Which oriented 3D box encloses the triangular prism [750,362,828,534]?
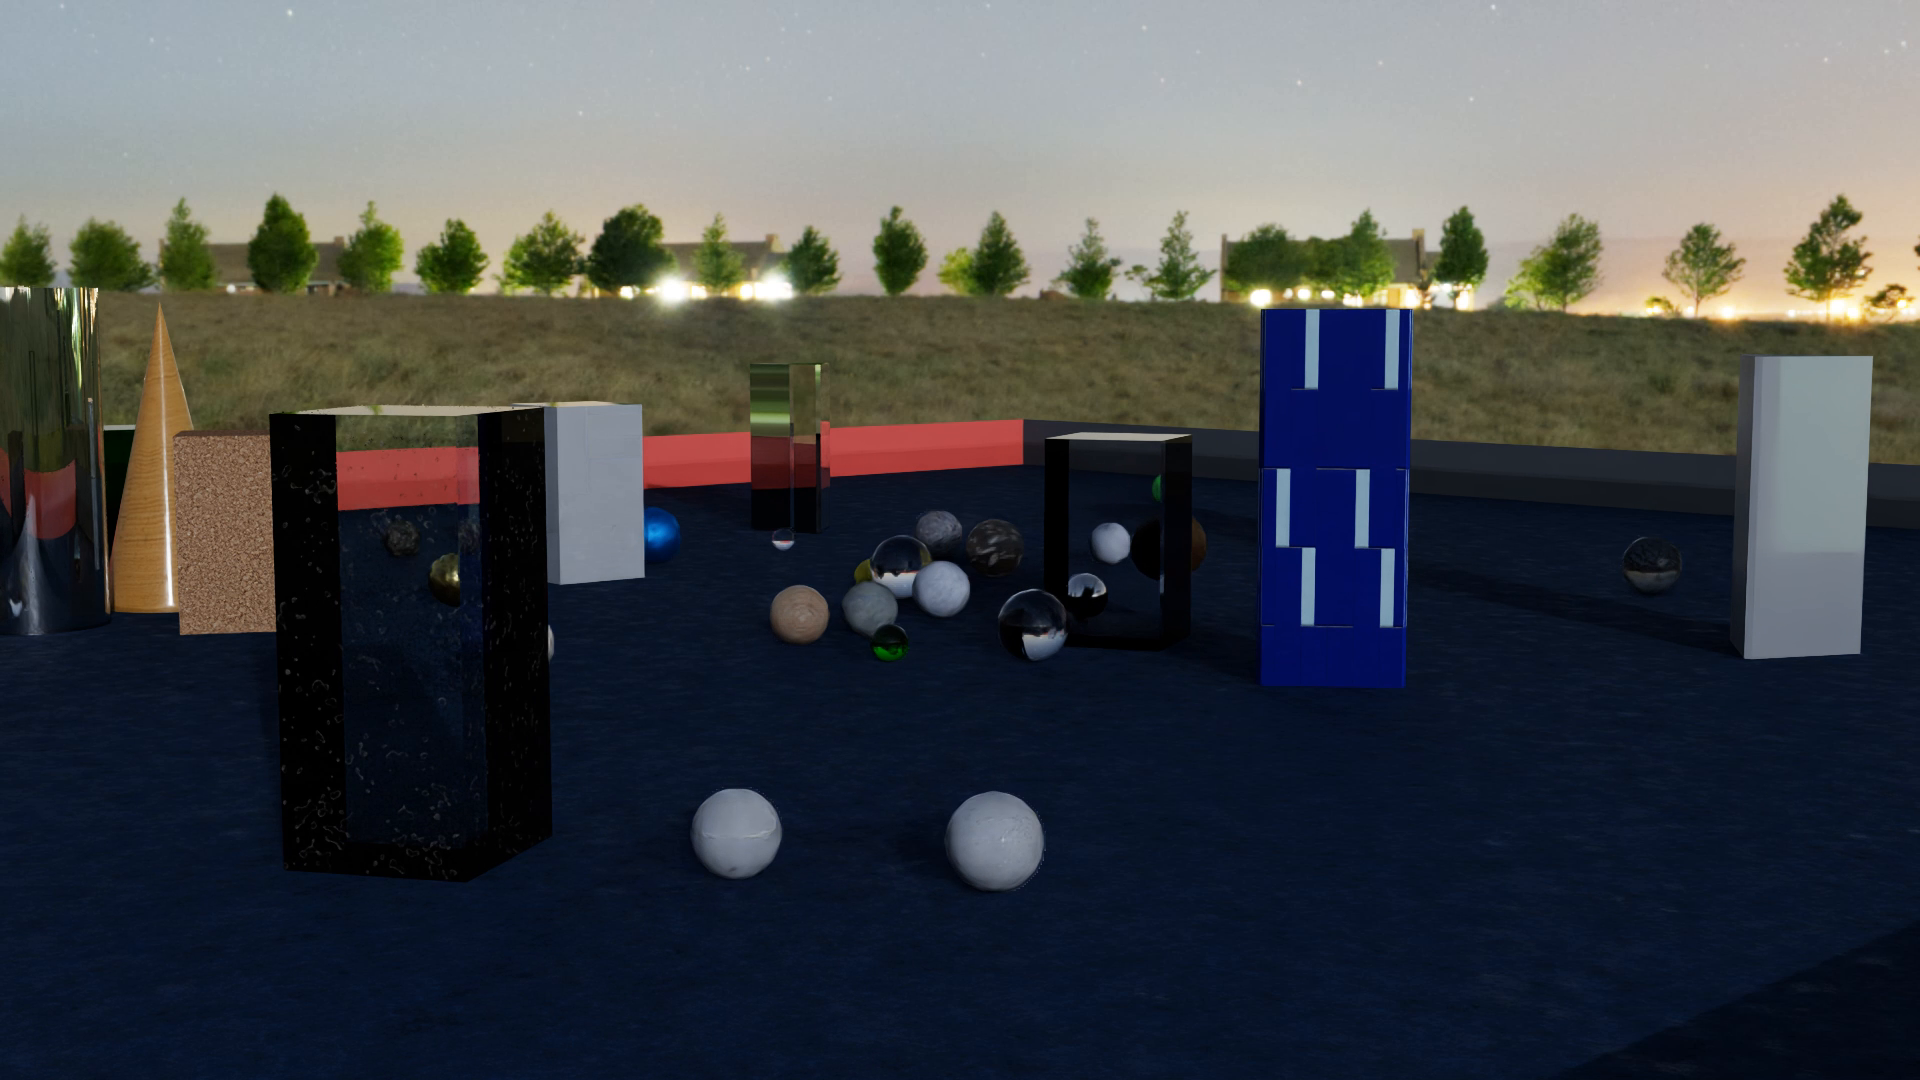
[{"bbox_3d":[-0.314,-0.191,4.496,0.172,0.338,0.149,4,7,33],"label":"triangular prism"}]

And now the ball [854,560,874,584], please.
[{"bbox_3d":[-0.144,0.056,3.509,0.050,0.050,0.050,0,6,0],"label":"ball"}]

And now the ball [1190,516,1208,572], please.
[{"bbox_3d":[0.300,0.006,3.074,0.092,0.092,0.092,0,6,0],"label":"ball"}]

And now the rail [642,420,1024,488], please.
[{"bbox_3d":[-1.439,-0.128,4.883,4.461,0.129,0.045,-5,8,-42],"label":"rail"}]

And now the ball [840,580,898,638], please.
[{"bbox_3d":[-0.124,0.095,3.003,0.078,0.078,0.078,0,6,0],"label":"ball"}]

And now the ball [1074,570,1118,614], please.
[{"bbox_3d":[0.201,0.076,3.243,0.066,0.066,0.066,0,6,0],"label":"ball"}]

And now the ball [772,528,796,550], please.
[{"bbox_3d":[-0.329,-0.001,4.096,0.043,0.043,0.043,0,6,0],"label":"ball"}]

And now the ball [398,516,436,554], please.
[{"bbox_3d":[-0.997,-0.009,4.040,0.069,0.069,0.069,0,6,0],"label":"ball"}]

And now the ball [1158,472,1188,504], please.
[{"bbox_3d":[0.494,-0.122,5.109,0.072,0.072,0.072,0,6,0],"label":"ball"}]

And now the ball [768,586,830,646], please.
[{"bbox_3d":[-0.214,0.101,2.933,0.081,0.081,0.081,0,6,0],"label":"ball"}]

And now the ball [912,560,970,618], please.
[{"bbox_3d":[-0.027,0.072,3.193,0.084,0.084,0.084,0,6,0],"label":"ball"}]

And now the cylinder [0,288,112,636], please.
[{"bbox_3d":[-1.313,-0.116,3.101,0.199,0.476,0.199,0,6,0],"label":"cylinder"}]

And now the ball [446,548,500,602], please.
[{"bbox_3d":[-0.749,0.054,3.380,0.081,0.081,0.081,0,6,0],"label":"ball"}]

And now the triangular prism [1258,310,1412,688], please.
[{"bbox_3d":[0.450,-0.056,2.668,0.172,0.447,0.149,1,6,7],"label":"triangular prism"}]

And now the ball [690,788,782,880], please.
[{"bbox_3d":[-0.176,0.231,1.728,0.072,0.072,0.072,0,6,0],"label":"ball"}]

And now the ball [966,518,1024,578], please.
[{"bbox_3d":[0.059,0.013,3.688,0.098,0.098,0.098,0,6,0],"label":"ball"}]

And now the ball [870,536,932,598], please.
[{"bbox_3d":[-0.090,0.042,3.413,0.098,0.098,0.098,0,6,0],"label":"ball"}]

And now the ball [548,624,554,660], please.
[{"bbox_3d":[-0.535,0.126,2.664,0.087,0.087,0.087,0,6,0],"label":"ball"}]

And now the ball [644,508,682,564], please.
[{"bbox_3d":[-0.542,-0.008,3.886,0.099,0.099,0.099,0,6,0],"label":"ball"}]

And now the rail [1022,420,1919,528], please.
[{"bbox_3d":[1.622,-0.121,4.820,0.045,0.129,4.292,-5,8,-42],"label":"rail"}]

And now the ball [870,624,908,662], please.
[{"bbox_3d":[-0.090,0.131,2.799,0.049,0.049,0.049,0,6,0],"label":"ball"}]

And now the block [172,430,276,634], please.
[{"bbox_3d":[-1.019,-0.015,3.115,0.159,0.274,0.159,-2,6,-15],"label":"block"}]

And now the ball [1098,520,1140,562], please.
[{"bbox_3d":[0.282,0.001,3.915,0.075,0.075,0.075,0,6,0],"label":"ball"}]

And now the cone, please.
[{"bbox_3d":[-1.203,-0.131,3.328,0.199,0.460,0.199,0,6,0],"label":"cone"}]

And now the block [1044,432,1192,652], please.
[{"bbox_3d":[0.215,-0.002,2.970,0.159,0.276,0.159,2,6,20],"label":"block"}]

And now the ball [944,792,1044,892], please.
[{"bbox_3d":[0.026,0.232,1.692,0.077,0.077,0.077,0,6,0],"label":"ball"}]

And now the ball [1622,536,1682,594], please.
[{"bbox_3d":[1.091,0.039,3.466,0.092,0.092,0.092,0,6,0],"label":"ball"}]

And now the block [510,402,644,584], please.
[{"bbox_3d":[-0.641,-0.083,3.683,0.159,0.290,0.159,-5,8,-39],"label":"block"}]

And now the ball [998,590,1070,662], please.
[{"bbox_3d":[0.093,0.109,2.800,0.092,0.092,0.092,0,6,0],"label":"ball"}]

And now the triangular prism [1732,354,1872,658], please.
[{"bbox_3d":[1.072,-0.050,2.899,0.172,0.387,0.149,-2,6,-17],"label":"triangular prism"}]

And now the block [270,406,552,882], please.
[{"bbox_3d":[-0.443,0.076,1.795,0.159,0.365,0.159,1,6,14],"label":"block"}]

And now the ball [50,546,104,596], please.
[{"bbox_3d":[-1.387,0.047,3.456,0.078,0.078,0.078,0,6,0],"label":"ball"}]

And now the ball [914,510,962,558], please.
[{"bbox_3d":[-0.039,-0.010,3.961,0.088,0.088,0.088,0,6,0],"label":"ball"}]

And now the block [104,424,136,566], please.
[{"bbox_3d":[-1.432,-0.074,3.819,0.159,0.244,0.159,-4,7,-31],"label":"block"}]
